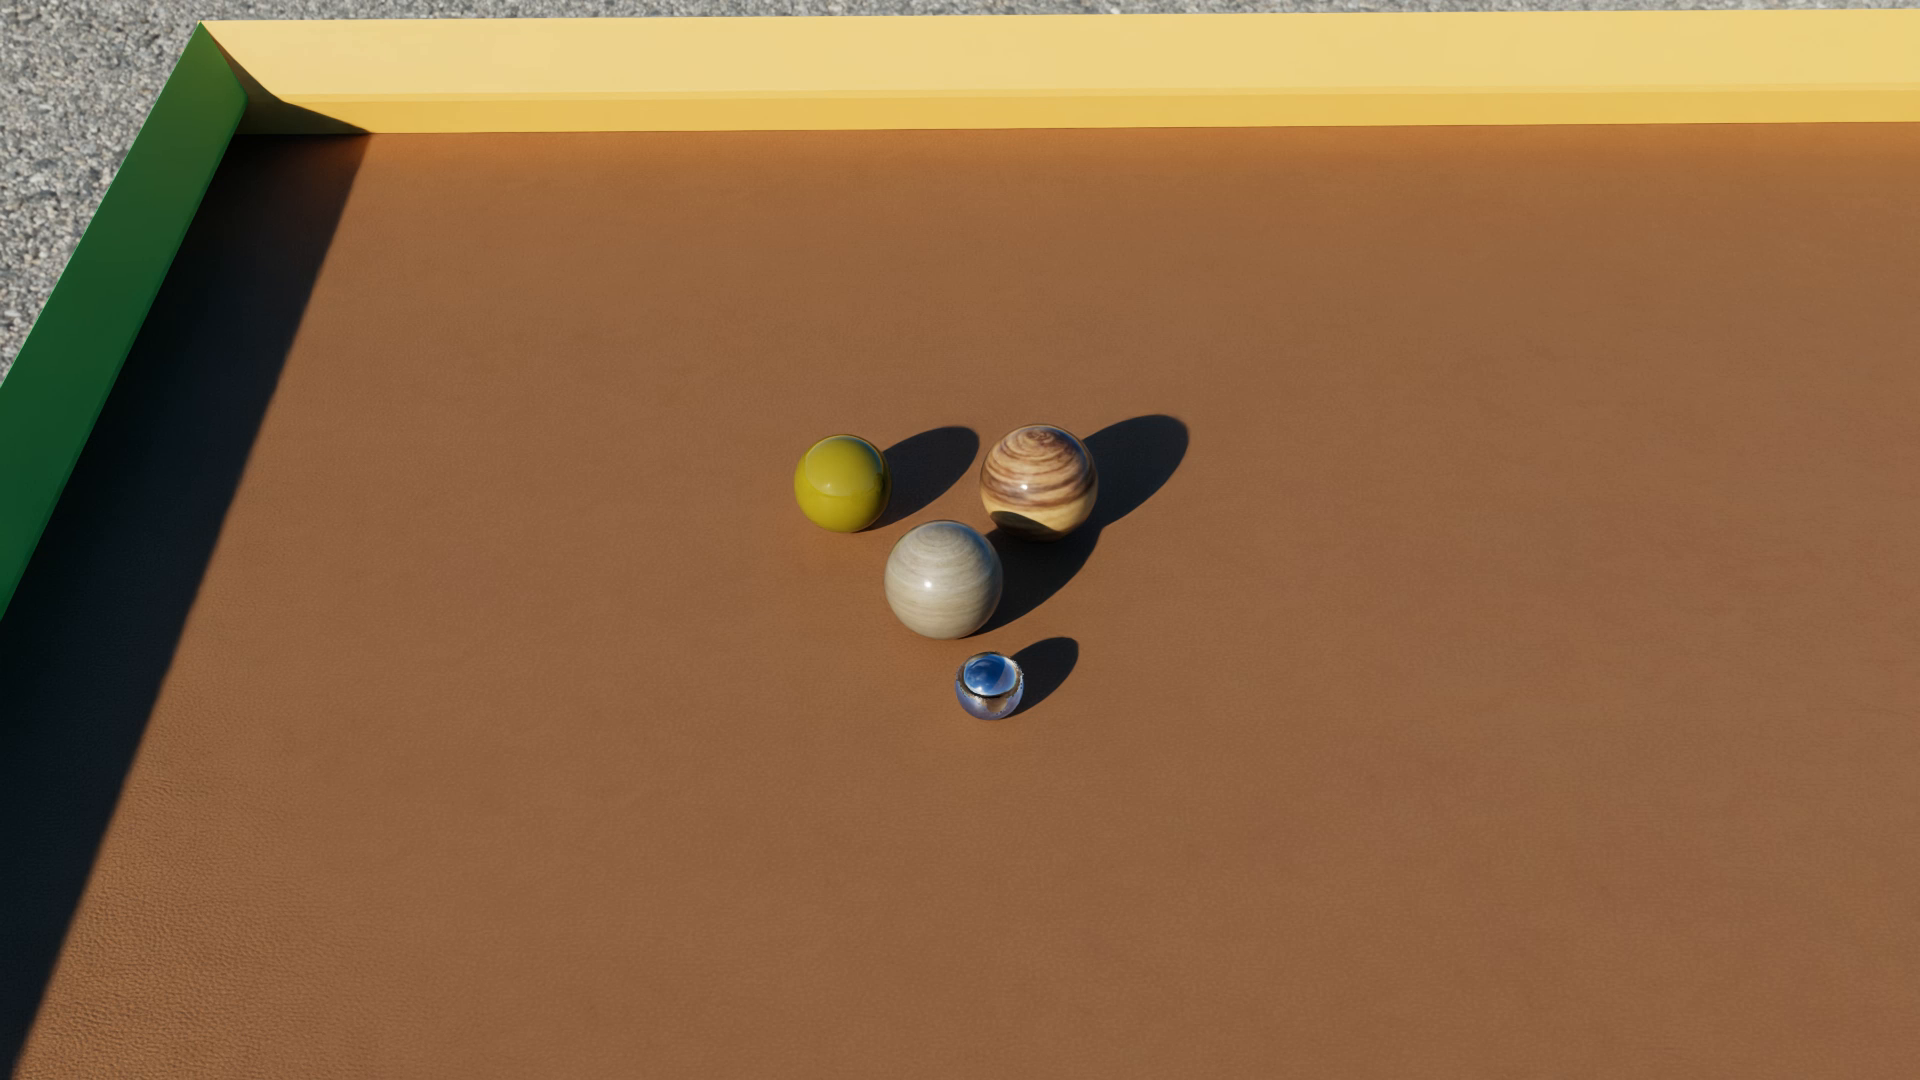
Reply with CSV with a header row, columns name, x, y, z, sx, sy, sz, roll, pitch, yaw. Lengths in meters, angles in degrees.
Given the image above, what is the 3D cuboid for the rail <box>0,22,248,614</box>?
name,x,y,z,sx,sy,sz,roll,pitch,yaw
rail,-0.660,-0.011,1.785,0.045,0.112,1.448,-1,35,-1

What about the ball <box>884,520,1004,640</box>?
name,x,y,z,sx,sy,sz,roll,pitch,yaw
ball,-0.011,0.027,1.759,0.083,0.083,0.083,0,35,0

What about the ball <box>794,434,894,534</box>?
name,x,y,z,sx,sy,sz,roll,pitch,yaw
ball,-0.085,-0.041,1.864,0.072,0.072,0.072,0,35,0

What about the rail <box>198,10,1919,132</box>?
name,x,y,z,sx,sy,sz,roll,pitch,yaw
rail,0.672,-0.428,2.375,2.734,0.112,0.045,-1,35,-1

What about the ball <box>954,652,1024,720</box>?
name,x,y,z,sx,sy,sz,roll,pitch,yaw
ball,0.019,0.096,1.693,0.046,0.046,0.046,0,35,0

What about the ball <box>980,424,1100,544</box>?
name,x,y,z,sx,sy,sz,roll,pitch,yaw
ball,0.057,-0.041,1.852,0.087,0.087,0.087,0,35,0
